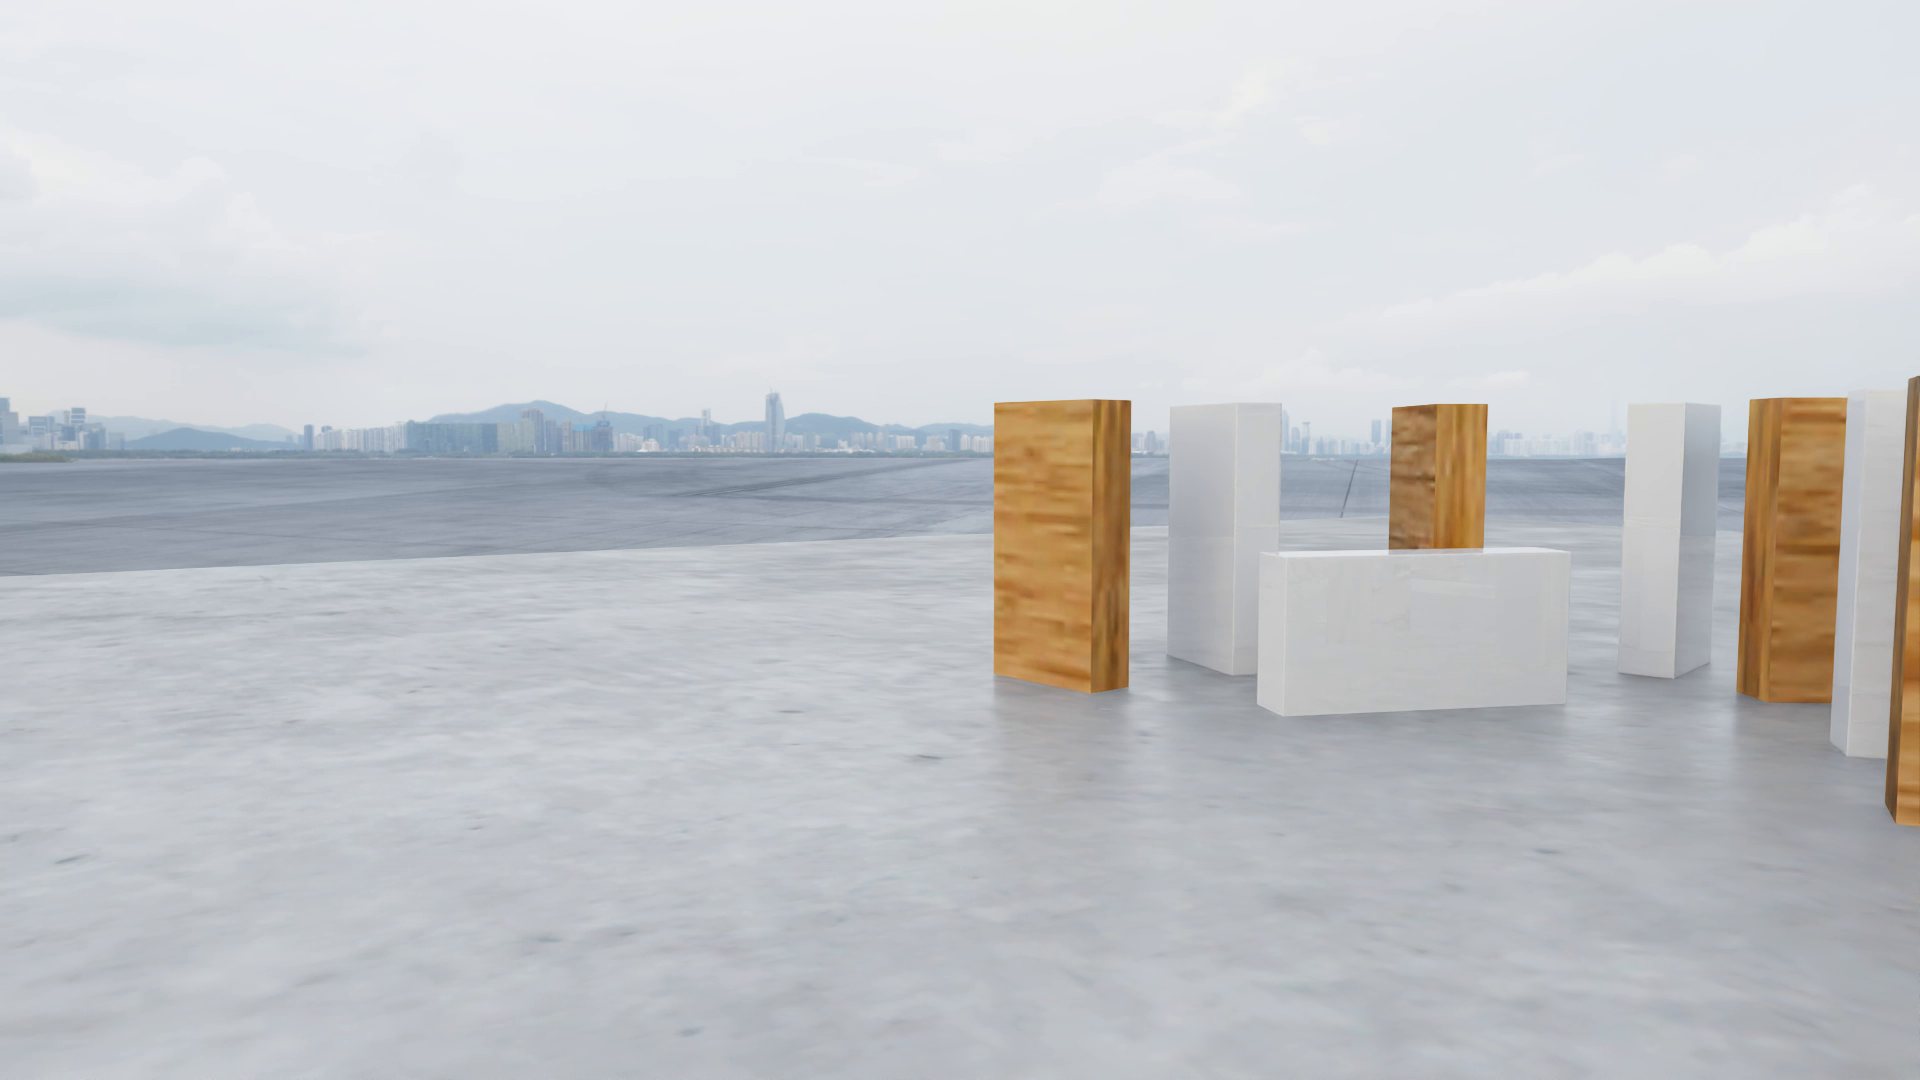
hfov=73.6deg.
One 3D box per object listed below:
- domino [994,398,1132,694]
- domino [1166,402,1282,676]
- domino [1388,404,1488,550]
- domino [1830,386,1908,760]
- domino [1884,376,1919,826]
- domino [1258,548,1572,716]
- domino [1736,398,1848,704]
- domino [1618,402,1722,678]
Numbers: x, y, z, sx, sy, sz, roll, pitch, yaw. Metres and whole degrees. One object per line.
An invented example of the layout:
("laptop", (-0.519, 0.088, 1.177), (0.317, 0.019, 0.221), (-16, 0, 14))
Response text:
("domino", (0.018, 0.000, 0.230), (0.010, 0.050, 0.025), (-4, 6, -40))
("domino", (0.050, -0.001, 0.247), (0.010, 0.050, 0.025), (-1, 5, -19))
("domino", (0.094, -0.002, 0.255), (0.009, 0.050, 0.025), (0, 4, 0))
("domino", (0.134, 0.005, 0.173), (0.025, 0.050, 0.009), (2, 5, 22))
("domino", (0.118, 0.007, 0.140), (0.025, 0.050, 0.010), (2, 5, 30))
("domino", (0.074, 0.014, 0.209), (0.050, 0.025, 0.009), (-1, 4, -12))
("domino", (0.146, 0.002, 0.214), (0.025, 0.050, 0.009), (0, 4, 3))
("domino", (0.135, -0.001, 0.243), (0.010, 0.050, 0.025), (4, 6, 43))
